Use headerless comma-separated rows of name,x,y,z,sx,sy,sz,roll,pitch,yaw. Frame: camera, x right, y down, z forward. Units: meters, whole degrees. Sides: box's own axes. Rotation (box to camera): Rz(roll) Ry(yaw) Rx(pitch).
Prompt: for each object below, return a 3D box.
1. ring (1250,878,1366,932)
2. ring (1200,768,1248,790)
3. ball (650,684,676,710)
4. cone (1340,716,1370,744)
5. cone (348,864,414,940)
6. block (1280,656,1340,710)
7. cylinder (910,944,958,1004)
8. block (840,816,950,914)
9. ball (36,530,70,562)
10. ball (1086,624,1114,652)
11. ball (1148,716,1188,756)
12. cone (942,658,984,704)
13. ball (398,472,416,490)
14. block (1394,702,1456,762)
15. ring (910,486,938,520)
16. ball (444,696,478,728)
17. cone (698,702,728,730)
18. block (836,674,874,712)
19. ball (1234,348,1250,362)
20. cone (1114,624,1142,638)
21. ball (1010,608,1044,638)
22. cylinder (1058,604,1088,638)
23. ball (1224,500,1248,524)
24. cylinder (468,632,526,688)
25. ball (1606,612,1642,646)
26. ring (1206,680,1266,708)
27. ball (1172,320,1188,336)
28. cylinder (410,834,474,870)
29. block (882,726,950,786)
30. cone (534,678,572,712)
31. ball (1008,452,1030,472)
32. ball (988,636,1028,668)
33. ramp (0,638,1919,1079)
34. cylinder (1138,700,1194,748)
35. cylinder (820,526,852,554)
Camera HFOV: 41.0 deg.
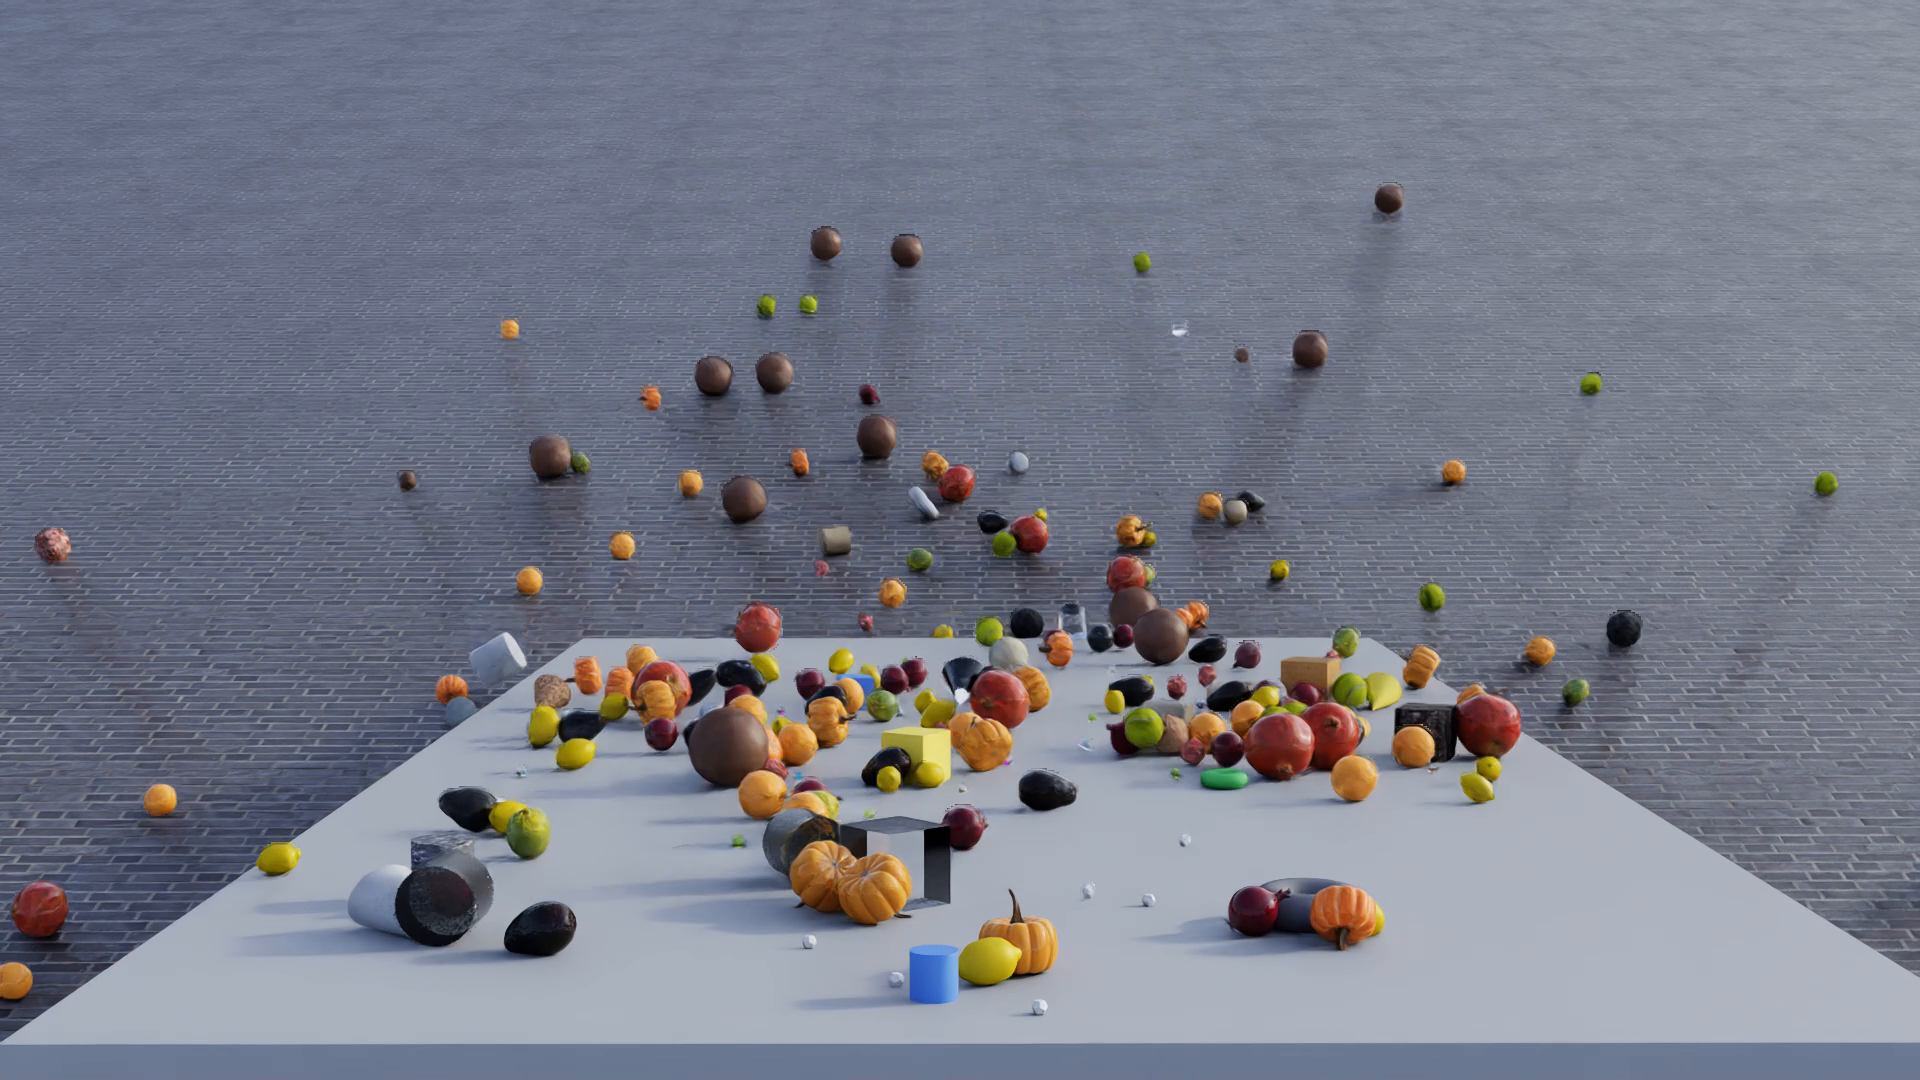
ring,0.419,0.440,3.091,0.139,0.046,0.139,0,5,0
ring,0.425,0.385,4.134,0.077,0.026,0.077,0,5,0
ball,-0.590,0.313,5.101,0.050,0.050,0.050,0,20,0
cone,0.713,0.355,4.625,0.054,0.054,0.054,2,30,6
cone,-0.664,0.446,3.037,0.089,0.089,0.089,-14,38,-34
block,0.701,0.287,5.142,0.095,0.095,0.095,1,4,23
cylinder,-0.028,0.460,2.720,0.052,0.052,0.052,0,4,0
block,-0.082,0.406,3.214,0.098,0.098,0.098,-3,5,-40
ball,-2.579,0.018,7.304,0.095,0.095,0.095,0,20,0
ball,0.339,0.236,6.194,0.066,0.066,0.066,0,20,0
ball,0.365,0.341,4.487,0.069,0.069,0.069,0,20,0
cone,0.005,0.307,5.228,0.099,0.099,0.099,3,30,7
ball,-1.702,-0.182,7.905,0.058,0.058,0.058,0,20,0
block,0.806,0.333,4.450,0.089,0.089,0.089,1,4,22
ring,-0.109,-0.110,7.652,0.039,0.116,0.116,-39,25,0
ball,-1.208,0.421,6.216,0.082,0.082,0.082,0,20,0
cone,-0.466,0.343,4.822,0.054,0.054,0.054,0,30,0
block,-0.209,0.304,5.116,0.066,0.066,0.066,-1,4,-11
ball,1.014,-0.666,9.240,0.055,0.055,0.055,0,20,0
cone,0.431,0.265,6.709,0.082,0.082,0.082,0,-7,1
ball,0.176,0.221,6.730,0.087,0.087,0.087,0,20,0
cylinder,0.296,0.220,6.730,0.077,0.077,0.077,0,55,-1
ball,0.817,-0.083,7.615,0.072,0.072,0.072,0,20,0
cylinder,-0.980,0.254,5.442,0.087,0.087,0.087,-30,20,5
ball,1.736,0.235,6.715,0.090,0.090,0.090,0,20,0
ring,0.564,0.311,5.183,0.131,0.044,0.131,-1,5,0
ball,0.818,-0.788,9.569,0.060,0.060,0.060,0,20,0
cylinder,-0.651,0.415,3.230,0.078,0.078,0.078,0,4,0
block,-0.072,0.353,4.200,0.081,0.081,0.081,2,4,32
cone,-0.823,0.321,5.089,0.079,0.079,0.079,9,11,23
ball,0.185,-0.243,8.063,0.065,0.065,0.065,0,20,0
ball,0.107,0.258,5.680,0.088,0.088,0.088,0,20,0
ramp,0.047,0.423,4.534,2.000,0.100,4.000,0,4,0
cylinder,0.369,0.329,4.582,0.081,0.081,0.081,1,19,19
cylinder,-0.358,0.002,7.370,0.076,0.076,0.076,-5,21,-14
